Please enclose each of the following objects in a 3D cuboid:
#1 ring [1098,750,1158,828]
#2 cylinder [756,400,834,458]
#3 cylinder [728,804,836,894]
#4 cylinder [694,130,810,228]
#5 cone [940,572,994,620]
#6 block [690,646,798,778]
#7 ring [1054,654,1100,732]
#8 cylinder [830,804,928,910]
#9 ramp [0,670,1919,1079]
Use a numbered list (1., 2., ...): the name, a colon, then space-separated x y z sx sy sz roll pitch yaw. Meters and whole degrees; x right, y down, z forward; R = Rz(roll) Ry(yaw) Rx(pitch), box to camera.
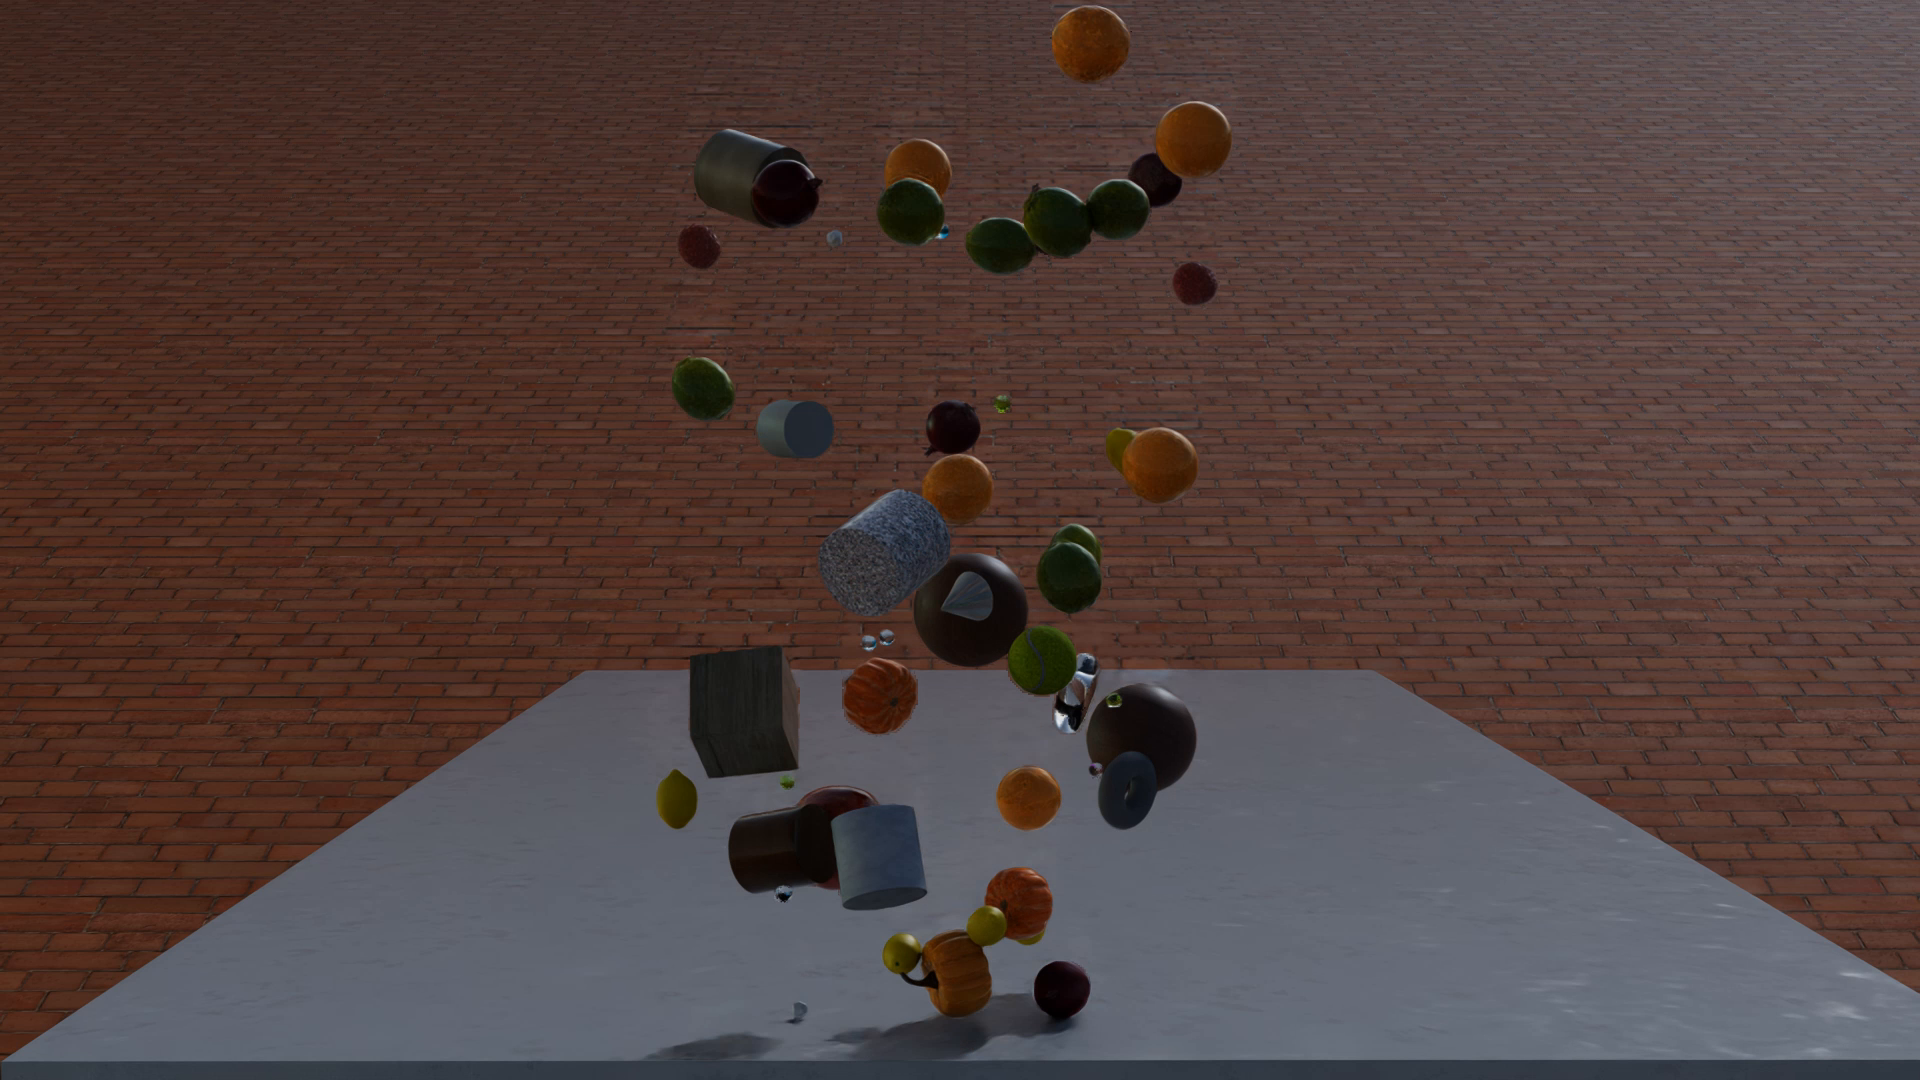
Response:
1. ring: 0.193 0.287 2.952 0.031 0.092 0.092 12 25 39
2. cylinder: -0.166 -0.112 2.593 0.057 0.057 0.057 -14 11 -31
3. cylinder: -0.183 0.322 2.679 0.083 0.083 0.083 -13 15 29
4. cylinder: -0.188 -0.328 2.332 0.074 0.074 0.074 23 32 37
5. cone: -0.003 0.066 2.677 0.054 0.054 0.054 18 26 37
6. block: -0.219 0.176 2.620 0.093 0.093 0.093 -6 58 4
7. ring: 0.135 0.177 2.985 0.032 0.097 0.097 17 26 12
8. cylinder: -0.081 0.317 2.568 0.085 0.085 0.085 -9 -20 -3
9. ramp: 0.052 0.471 4.535 2.000 0.100 4.000 0 3 0
